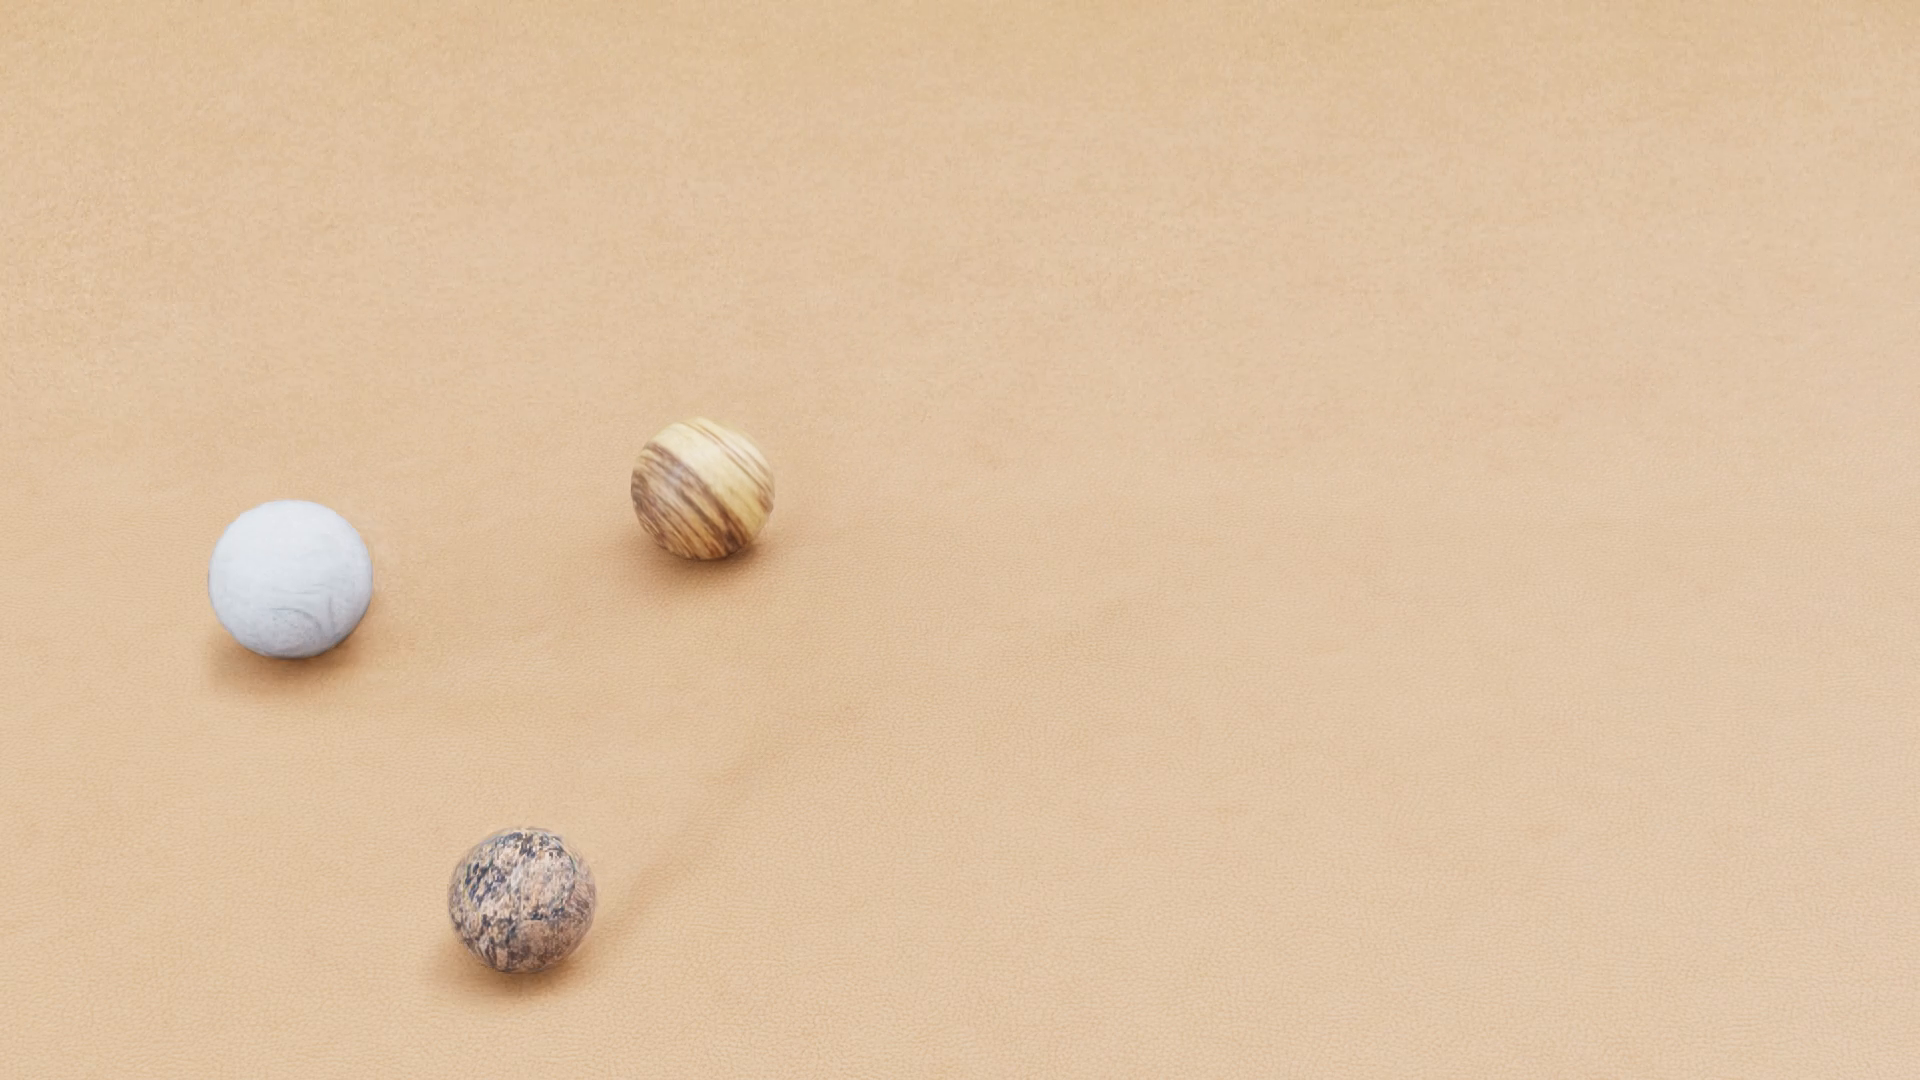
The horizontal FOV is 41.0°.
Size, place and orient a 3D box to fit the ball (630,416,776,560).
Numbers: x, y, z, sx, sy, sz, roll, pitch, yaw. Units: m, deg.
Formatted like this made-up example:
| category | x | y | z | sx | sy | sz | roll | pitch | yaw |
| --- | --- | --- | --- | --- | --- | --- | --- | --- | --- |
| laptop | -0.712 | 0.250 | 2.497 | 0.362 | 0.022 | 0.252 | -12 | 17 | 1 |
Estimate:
| category | x | y | z | sx | sy | sz | roll | pitch | yaw |
| --- | --- | --- | --- | --- | --- | --- | --- | --- | --- |
| ball | -0.163 | -0.033 | 1.632 | 0.092 | 0.092 | 0.092 | 0 | 36 | 0 |

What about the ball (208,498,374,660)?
| category | x | y | z | sx | sy | sz | roll | pitch | yaw |
| --- | --- | --- | --- | --- | --- | --- | --- | --- | --- |
| ball | -0.404 | 0.024 | 1.549 | 0.097 | 0.097 | 0.097 | 0 | 36 | 0 |

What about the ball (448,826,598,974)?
| category | x | y | z | sx | sy | sz | roll | pitch | yaw |
| --- | --- | --- | --- | --- | --- | --- | --- | --- | --- |
| ball | -0.229 | 0.188 | 1.343 | 0.077 | 0.077 | 0.077 | 0 | 36 | 0 |
